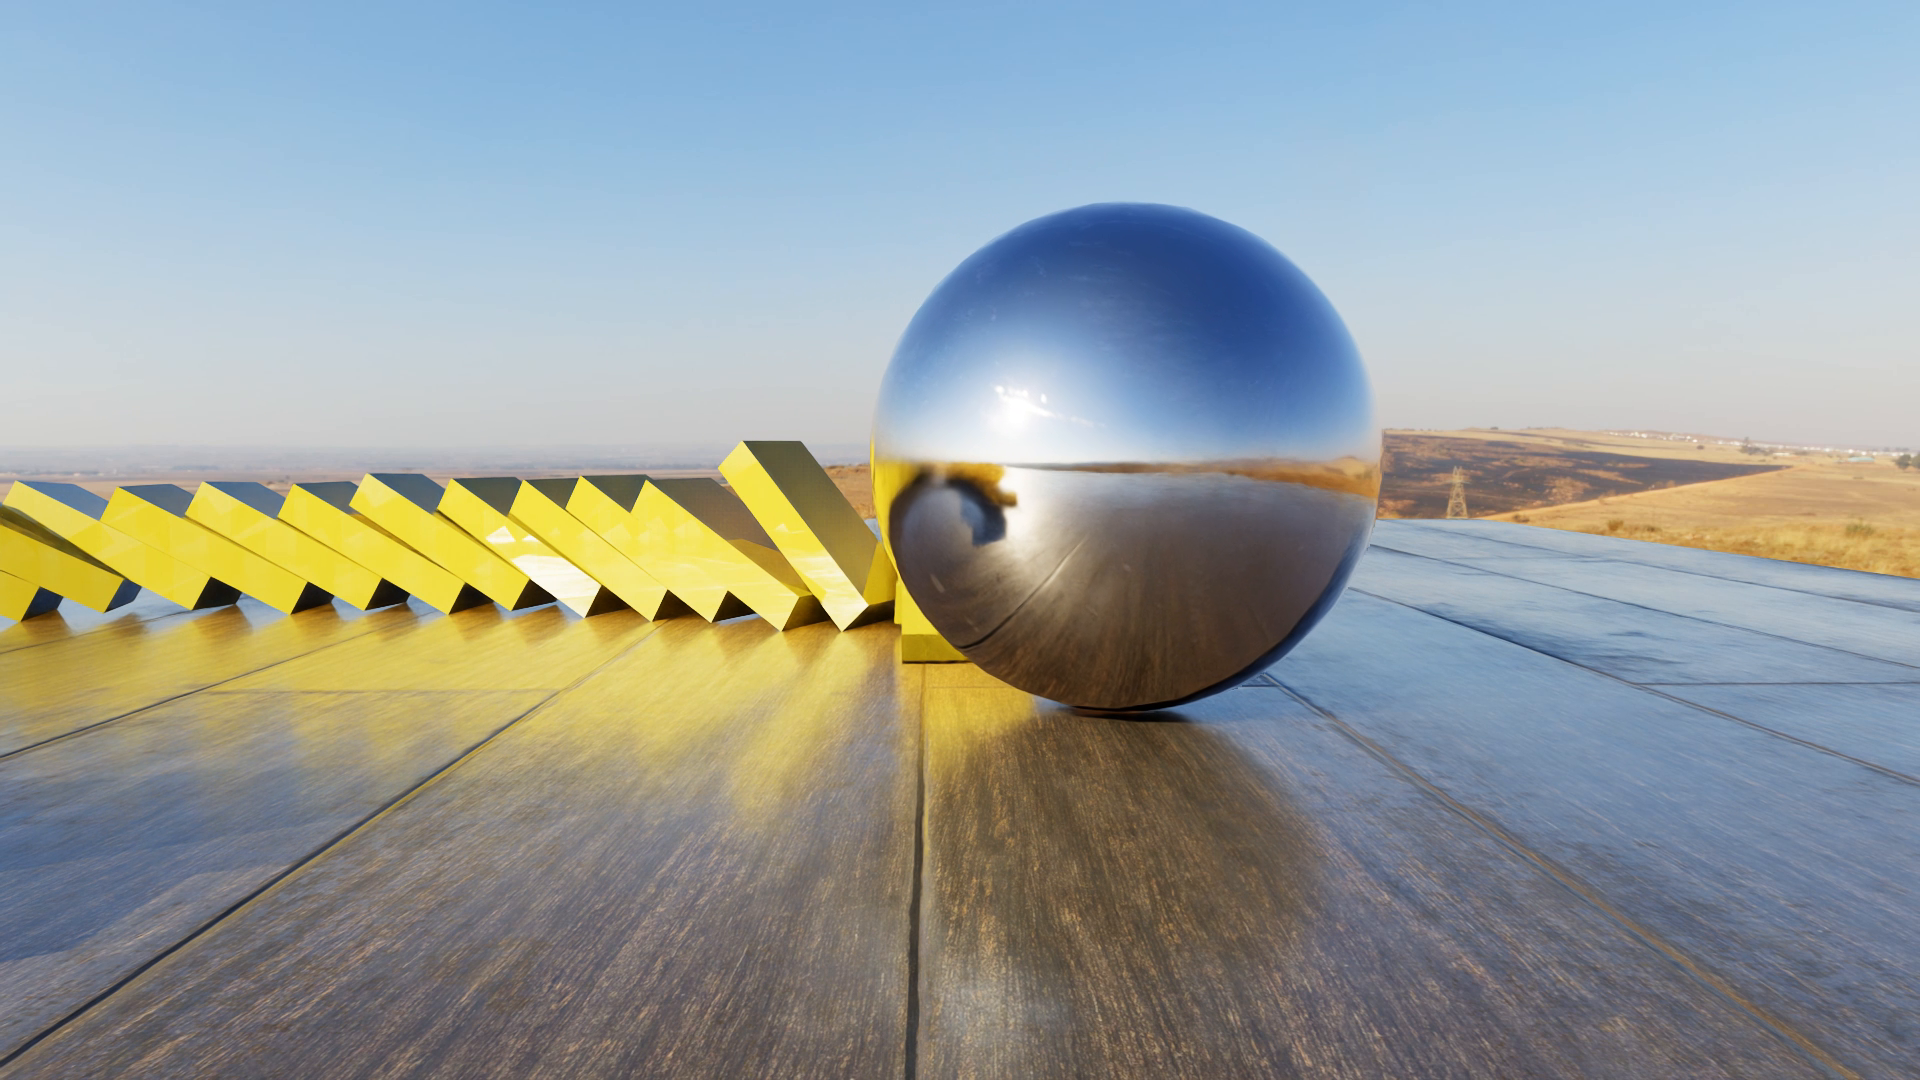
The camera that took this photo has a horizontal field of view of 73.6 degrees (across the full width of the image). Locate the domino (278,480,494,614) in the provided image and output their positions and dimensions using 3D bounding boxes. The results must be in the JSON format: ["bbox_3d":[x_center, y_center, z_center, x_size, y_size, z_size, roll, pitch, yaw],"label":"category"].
[{"bbox_3d":[-0.146,0.001,0.333,0.050,0.010,0.025,29,6,2],"label":"domino"}]

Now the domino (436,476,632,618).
[{"bbox_3d":[-0.106,0.001,0.330,0.050,0.010,0.025,33,13,13],"label":"domino"}]

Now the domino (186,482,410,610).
[{"bbox_3d":[-0.168,0.001,0.332,0.050,0.010,0.025,29,2,-2],"label":"domino"}]

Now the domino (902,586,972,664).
[{"bbox_3d":[0.001,0.002,0.262,0.025,0.009,0.050,0,48,-3],"label":"domino"}]

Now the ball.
[{"bbox_3d":[0.025,-0.013,0.205,0.080,0.080,0.080,0,4,0],"label":"ball"}]

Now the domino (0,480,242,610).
[{"bbox_3d":[-0.211,0.001,0.326,0.050,0.010,0.025,28,-3,-7],"label":"domino"}]

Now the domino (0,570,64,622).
[{"bbox_3d":[-0.247,0.004,0.311,0.050,0.010,0.025,27,-5,-18],"label":"domino"}]

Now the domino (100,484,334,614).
[{"bbox_3d":[-0.187,0.002,0.329,0.050,0.009,0.025,28,2,-6],"label":"domino"}]

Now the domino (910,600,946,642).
[{"bbox_3d":[0.001,0.000,0.289,0.025,0.010,0.050,0,48,-3],"label":"domino"}]

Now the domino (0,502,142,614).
[{"bbox_3d":[-0.231,0.001,0.316,0.050,0.009,0.025,29,-5,-18],"label":"domino"}]

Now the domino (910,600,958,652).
[{"bbox_3d":[0.002,0.001,0.276,0.025,0.009,0.050,0,48,-3],"label":"domino"}]

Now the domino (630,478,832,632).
[{"bbox_3d":[-0.052,0.002,0.309,0.050,0.010,0.025,35,18,20],"label":"domino"}]

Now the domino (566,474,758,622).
[{"bbox_3d":[-0.070,0.001,0.318,0.050,0.009,0.025,35,17,19],"label":"domino"}]

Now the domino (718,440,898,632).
[{"bbox_3d":[-0.033,-0.002,0.306,0.010,0.050,0.025,-44,-15,22],"label":"domino"}]

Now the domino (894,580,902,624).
[{"bbox_3d":[0.000,0.004,0.310,0.025,0.010,0.050,5,27,2],"label":"domino"}]

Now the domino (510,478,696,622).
[{"bbox_3d":[-0.086,0.001,0.325,0.050,0.010,0.025,34,16,18],"label":"domino"}]

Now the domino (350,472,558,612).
[{"bbox_3d":[-0.128,0.000,0.332,0.050,0.010,0.025,32,6,5],"label":"domino"}]
